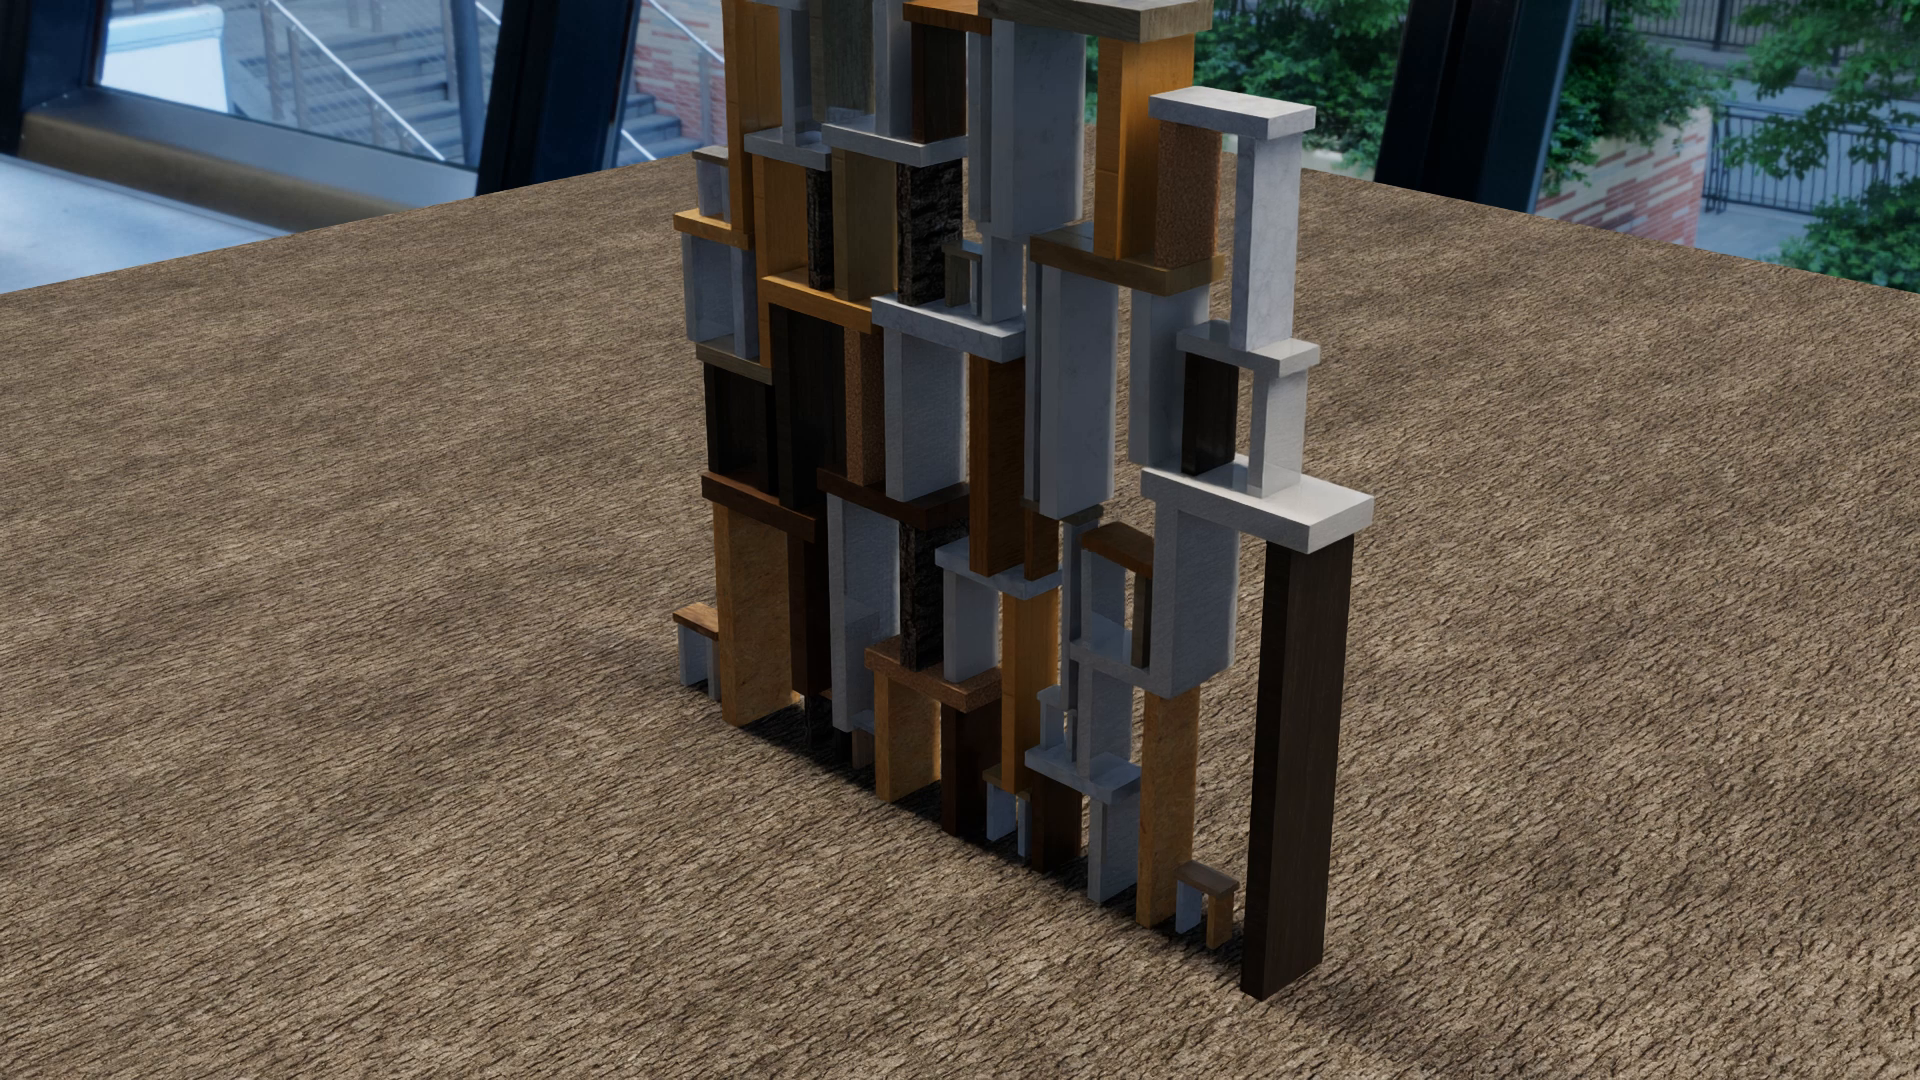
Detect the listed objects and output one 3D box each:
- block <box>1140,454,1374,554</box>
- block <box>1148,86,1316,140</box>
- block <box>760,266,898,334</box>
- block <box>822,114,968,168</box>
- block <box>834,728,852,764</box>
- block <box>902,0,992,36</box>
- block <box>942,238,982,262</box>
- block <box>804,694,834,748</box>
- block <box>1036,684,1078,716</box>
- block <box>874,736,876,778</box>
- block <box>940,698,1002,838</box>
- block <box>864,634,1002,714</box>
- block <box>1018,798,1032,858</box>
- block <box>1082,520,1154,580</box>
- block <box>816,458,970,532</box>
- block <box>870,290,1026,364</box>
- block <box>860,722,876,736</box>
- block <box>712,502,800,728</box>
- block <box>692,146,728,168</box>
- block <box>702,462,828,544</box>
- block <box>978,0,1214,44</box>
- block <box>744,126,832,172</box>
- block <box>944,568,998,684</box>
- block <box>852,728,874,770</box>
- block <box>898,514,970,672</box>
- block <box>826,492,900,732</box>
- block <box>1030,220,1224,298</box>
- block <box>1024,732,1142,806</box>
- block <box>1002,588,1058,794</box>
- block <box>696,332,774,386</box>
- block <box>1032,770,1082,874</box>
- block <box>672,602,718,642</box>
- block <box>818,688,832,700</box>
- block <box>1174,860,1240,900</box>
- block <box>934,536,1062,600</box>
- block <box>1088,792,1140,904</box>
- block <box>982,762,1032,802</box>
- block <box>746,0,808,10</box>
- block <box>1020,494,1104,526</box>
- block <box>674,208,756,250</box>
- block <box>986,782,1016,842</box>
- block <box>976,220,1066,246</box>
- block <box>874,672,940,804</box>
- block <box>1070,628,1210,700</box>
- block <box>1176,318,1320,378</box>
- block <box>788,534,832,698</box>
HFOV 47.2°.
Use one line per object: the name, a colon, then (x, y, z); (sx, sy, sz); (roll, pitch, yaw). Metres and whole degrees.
block: (0.490, -0.072, 3.650); (0.349, 0.049, 0.175); (21, 31, 41)
block: (0.427, -0.674, 3.464); (0.120, 0.034, 0.239); (-21, 31, -41)
block: (-0.223, -0.470, 4.262); (0.315, 0.045, 0.157); (21, 31, 41)
block: (-0.117, -0.734, 4.032); (0.132, 0.037, 0.264); (-21, 31, -40)
block: (-0.233, 0.396, 4.649); (0.070, 0.140, 0.020); (-21, 31, -41)
block: (0.013, -0.913, 3.823); (0.212, 0.030, 0.106); (21, 31, 41)
block: (0.020, -0.524, 3.981); (0.051, 0.014, 0.102); (-21, 31, -40)
block: (-0.299, 0.370, 4.710); (0.070, 0.140, 0.020); (-21, 31, -41)
block: (0.199, 0.301, 4.135); (0.050, 0.014, 0.101); (-22, 31, -40)
block: (-0.154, 0.445, 4.580); (0.051, 0.103, 0.015); (-21, 31, -41)
block: (0.028, 0.433, 4.372); (0.041, 0.287, 0.144); (21, 31, 41)
block: (-0.040, 0.256, 4.370); (0.287, 0.041, 0.144); (21, 31, 41)
block: (0.142, 0.550, 4.300); (0.064, 0.128, 0.018); (-21, 31, -41)
block: (0.310, 0.018, 3.897); (0.089, 0.025, 0.178); (-18, 32, -37)
block: (-0.120, -0.101, 4.310); (0.310, 0.044, 0.155); (21, 31, 41)
block: (0.014, -0.404, 4.038); (0.170, 0.048, 0.339); (-21, 31, -40)
block: (-0.179, 0.382, 4.579); (0.051, 0.015, 0.103); (-21, 31, -40)
block: (-0.440, 0.139, 4.769); (0.051, 0.518, 0.179); (21, 31, 41)
block: (-0.478, -0.770, 4.412); (0.116, 0.016, 0.058); (21, 33, 40)
block: (-0.355, -0.090, 4.579); (0.358, 0.051, 0.179); (21, 31, 41)
block: (0.219, -0.876, 3.616); (0.179, 0.051, 0.358); (-21, 31, -40)
block: (-0.293, -0.754, 4.223); (0.118, 0.034, 0.237); (-21, 31, -40)
block: (0.022, 0.150, 4.266); (0.118, 0.236, 0.033); (-21, 31, -41)
block: (-0.203, 0.426, 4.624); (0.015, 0.103, 0.051); (21, 31, 41)
block: (-0.047, 0.090, 4.312); (0.044, 0.310, 0.155); (21, 31, 41)
block: (-0.193, 0.130, 4.488); (0.044, 0.520, 0.155); (21, 31, 41)
block: (0.280, -0.477, 3.711); (0.151, 0.043, 0.302); (-21, 31, -41)
block: (0.239, 0.431, 4.146); (0.219, 0.031, 0.109); (21, 31, 41)
block: (0.133, 0.277, 4.199); (0.118, 0.418, 0.033); (-21, 31, -40)
block: (-0.420, -0.375, 4.523); (0.242, 0.034, 0.121); (21, 31, 41)
block: (0.188, 0.525, 4.243); (0.031, 0.219, 0.109); (21, 31, 41)
block: (-0.564, 0.182, 4.914); (0.152, 0.022, 0.076); (21, 31, 41)
block: (-0.265, 0.309, 4.648); (0.070, 0.020, 0.140); (-21, 31, -40)
block: (0.448, 0.618, 4.003); (0.110, 0.016, 0.055); (21, 31, 41)
block: (0.077, 0.048, 4.162); (0.118, 0.033, 0.236); (-21, 31, -40)
block: (0.291, 0.566, 4.148); (0.031, 0.219, 0.109); (21, 31, 41)
block: (0.112, 0.471, 4.300); (0.064, 0.018, 0.128); (-21, 31, -40)
block: (-0.338, -1.041, 4.155); (0.128, 0.036, 0.257); (-21, 31, -40)
block: (0.184, -0.062, 3.991); (0.071, 0.020, 0.141); (-21, 31, -40)
block: (-0.462, -0.635, 4.457); (0.231, 0.033, 0.116); (21, 31, 40)
block: (0.082, 0.527, 4.356); (0.064, 0.128, 0.018); (-21, 31, -41)
block: (0.114, -0.545, 3.864); (0.081, 0.023, 0.163); (-21, 31, -40)
block: (-0.107, 0.381, 4.496); (0.041, 0.287, 0.144); (21, 31, 41)
block: (0.324, 0.217, 3.968); (0.234, 0.033, 0.117); (21, 31, 40)
block: (0.467, -0.314, 3.576); (0.106, 0.030, 0.211); (-21, 31, -40)
block: (-0.270, 0.131, 4.582); (0.179, 0.358, 0.051); (-21, 31, -40)
